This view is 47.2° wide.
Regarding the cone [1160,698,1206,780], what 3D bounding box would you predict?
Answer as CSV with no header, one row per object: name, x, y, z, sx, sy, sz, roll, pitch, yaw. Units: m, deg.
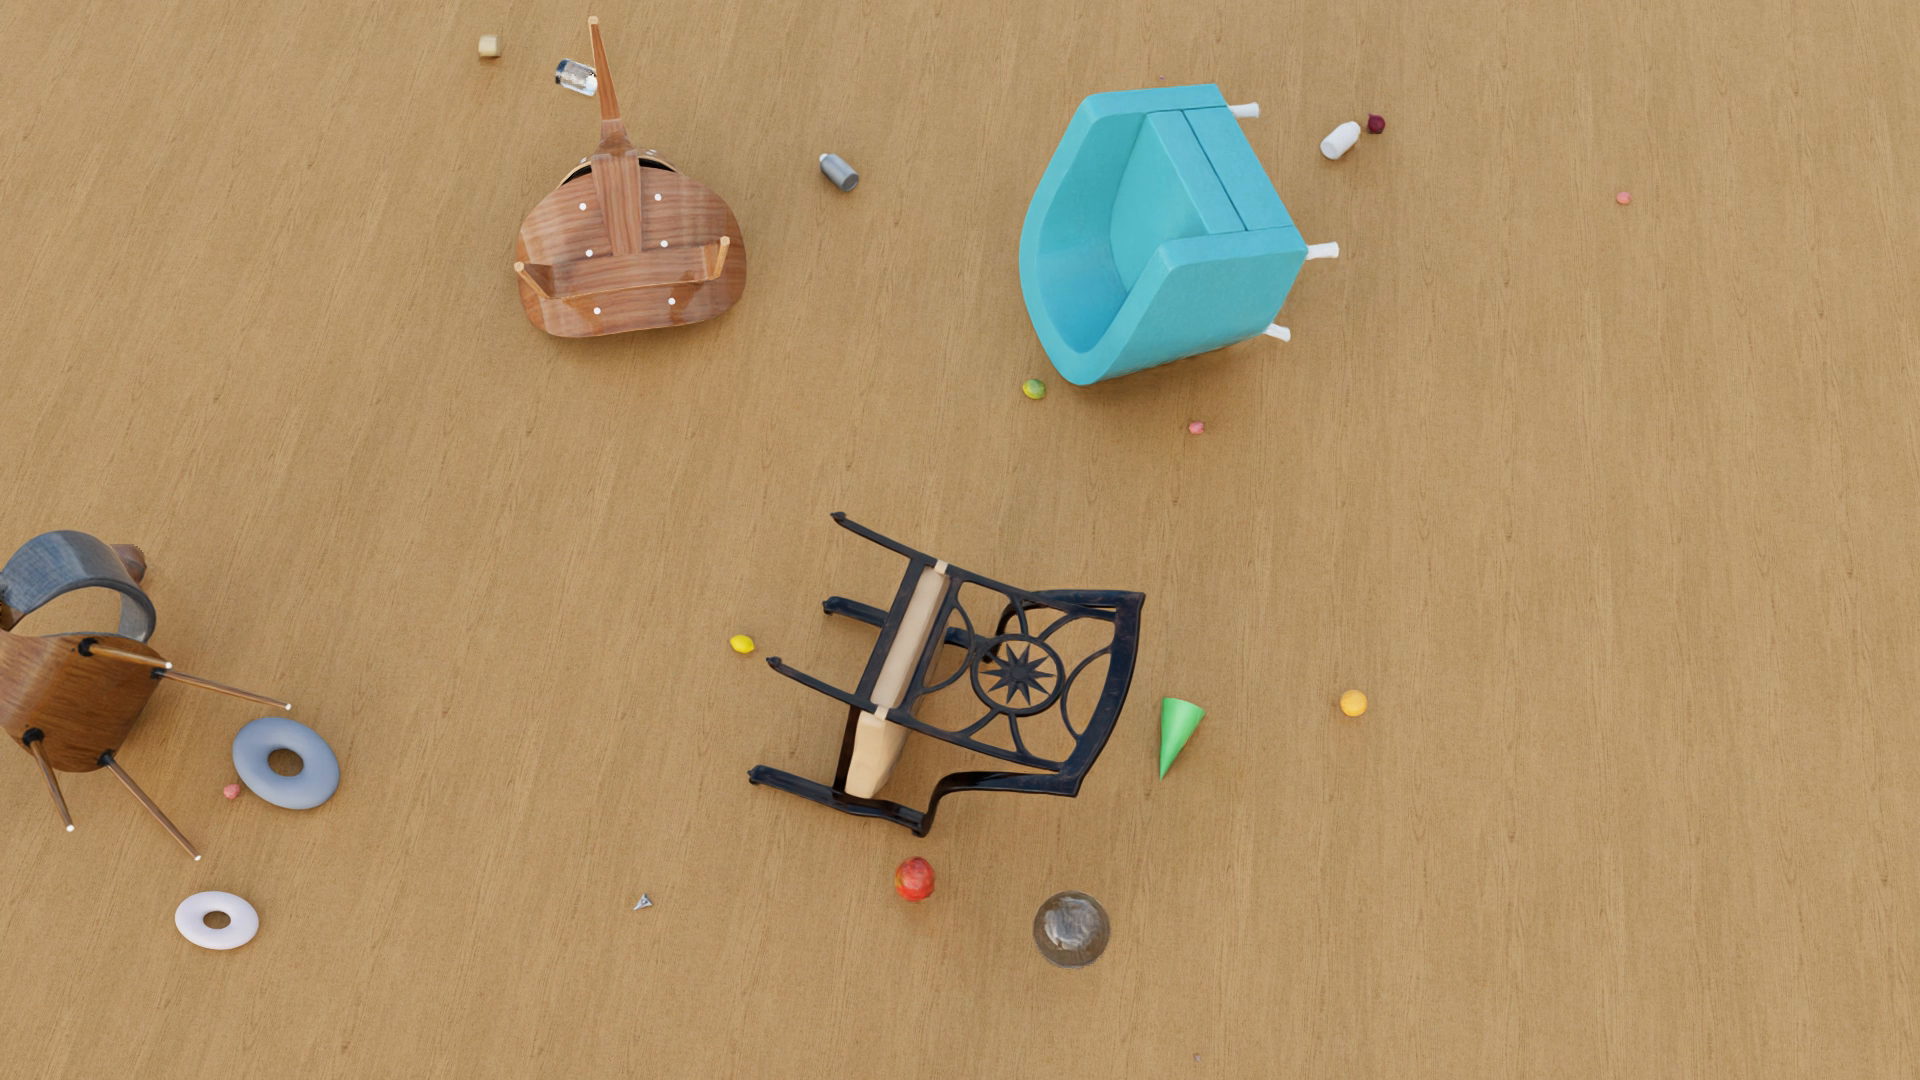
cone,0.593,0.568,6.143,0.125,0.175,0.222,18,79,5

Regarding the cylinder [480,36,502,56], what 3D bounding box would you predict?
cylinder,-1.643,-1.726,7.690,0.058,0.067,0.078,4,26,3

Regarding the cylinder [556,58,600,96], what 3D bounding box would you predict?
cylinder,-1.321,-1.598,7.593,0.124,0.093,0.080,23,18,14

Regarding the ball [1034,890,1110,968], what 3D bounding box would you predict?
ball,0.293,1.021,5.768,0.201,0.201,0.201,0,56,0

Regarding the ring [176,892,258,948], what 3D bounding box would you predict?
ring,-1.982,1.014,5.867,0.233,0.044,0.158,13,58,9

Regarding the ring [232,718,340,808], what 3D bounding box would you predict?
ring,-1.875,0.619,6.115,0.350,0.073,0.233,32,63,19
